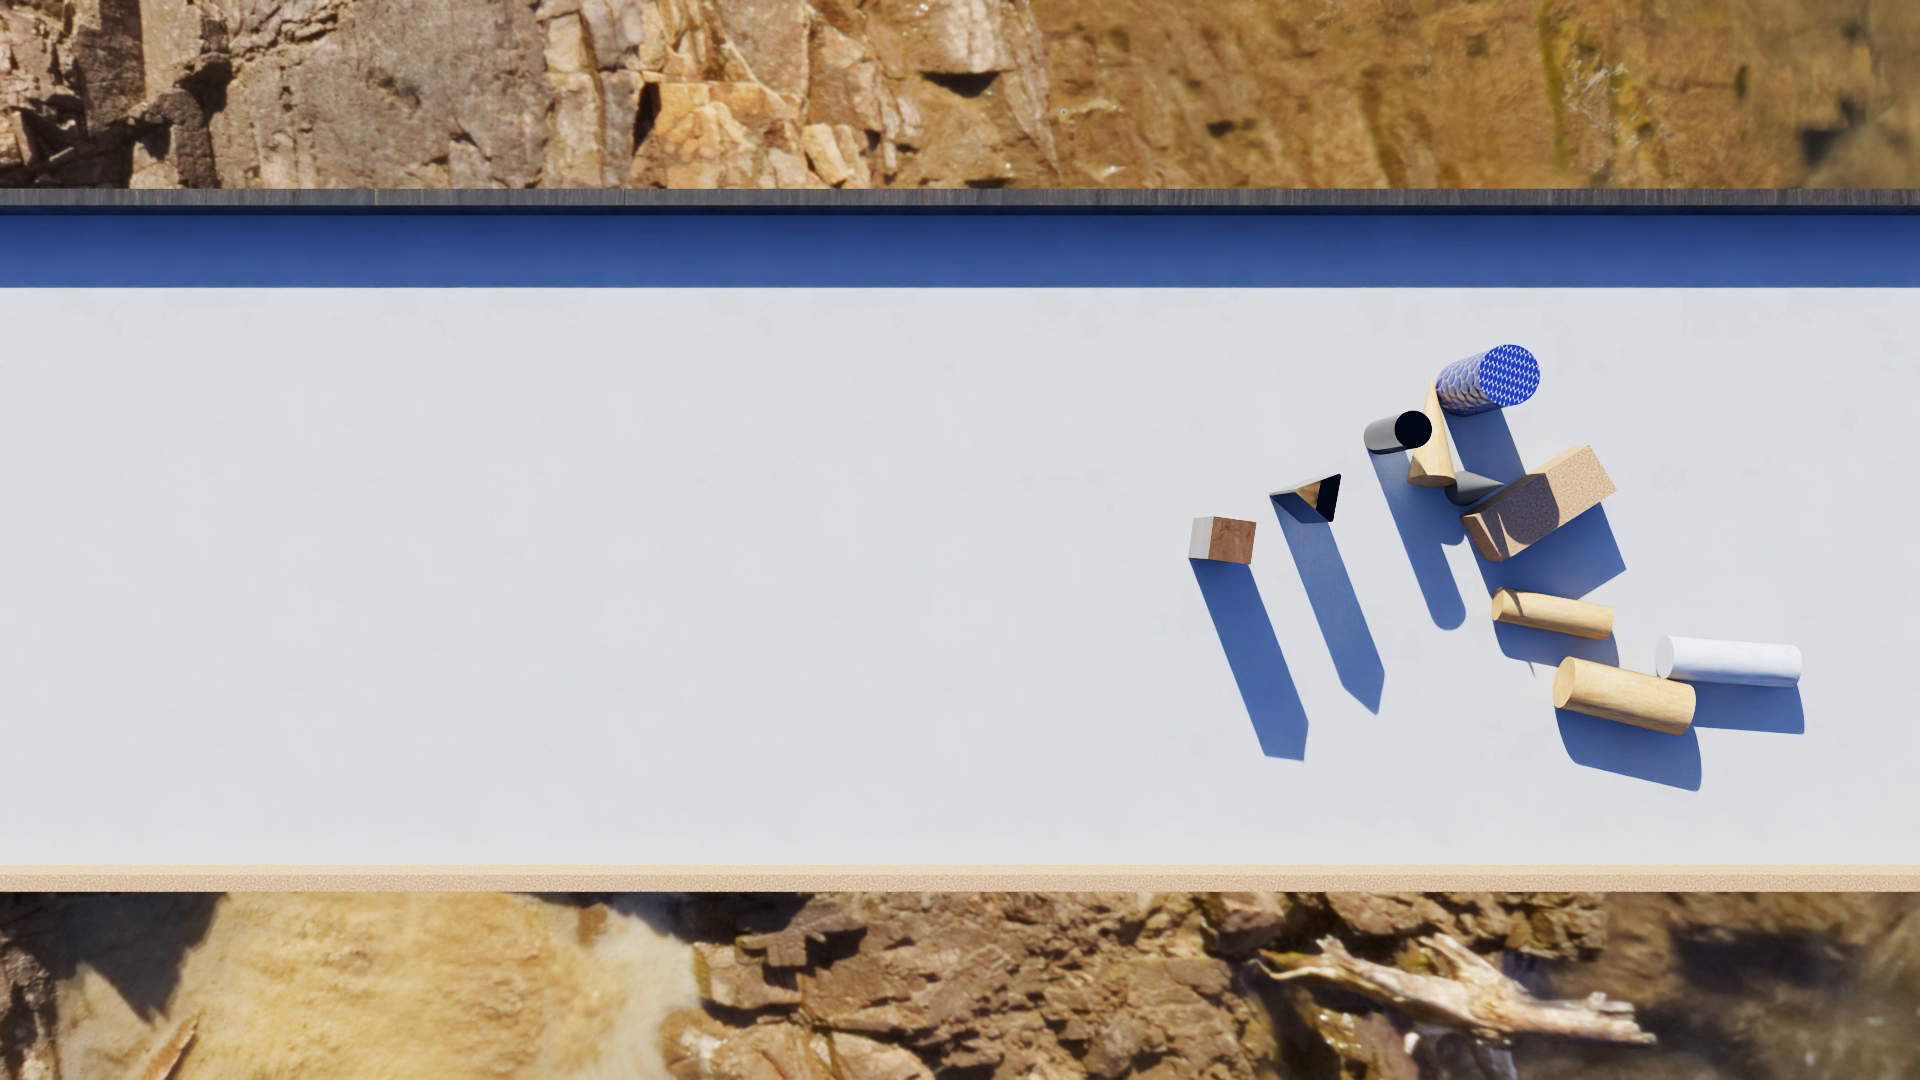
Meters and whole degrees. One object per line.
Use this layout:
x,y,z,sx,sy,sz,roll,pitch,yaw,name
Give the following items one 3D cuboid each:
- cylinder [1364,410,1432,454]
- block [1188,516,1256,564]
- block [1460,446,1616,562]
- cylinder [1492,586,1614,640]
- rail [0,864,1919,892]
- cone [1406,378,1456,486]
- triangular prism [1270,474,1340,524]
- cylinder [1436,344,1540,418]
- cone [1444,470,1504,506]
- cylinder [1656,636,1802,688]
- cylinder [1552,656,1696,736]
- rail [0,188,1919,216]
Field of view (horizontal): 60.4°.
1.296,-0.316,4.896,0.109,0.361,0.109,0,90,0,cylinder
0.771,0.001,4.873,0.122,0.408,0.122,8,90,0,block
1.748,-0.110,4.997,0.401,0.160,0.160,-32,90,0,block
1.803,0.223,5.024,0.337,0.104,0.104,10,90,0,cylinder
-2.247,1.025,5.001,12.000,0.150,0.050,0,90,0,rail
1.442,-0.346,5.041,0.146,0.146,0.341,4,78,0,cone
1.042,-0.141,4.880,0.138,0.394,0.120,40,90,0,triangular prism
1.550,-0.465,4.865,0.174,0.423,0.174,0,90,0,cylinder
1.547,-0.159,4.878,0.110,0.397,0.110,0,90,0,cone
2.333,0.370,5.011,0.385,0.131,0.131,4,90,0,cylinder
2.009,0.472,4.997,0.369,0.160,0.160,13,90,0,cylinder
-2.247,-1.025,5.002,12.000,0.150,0.050,0,90,0,rail
